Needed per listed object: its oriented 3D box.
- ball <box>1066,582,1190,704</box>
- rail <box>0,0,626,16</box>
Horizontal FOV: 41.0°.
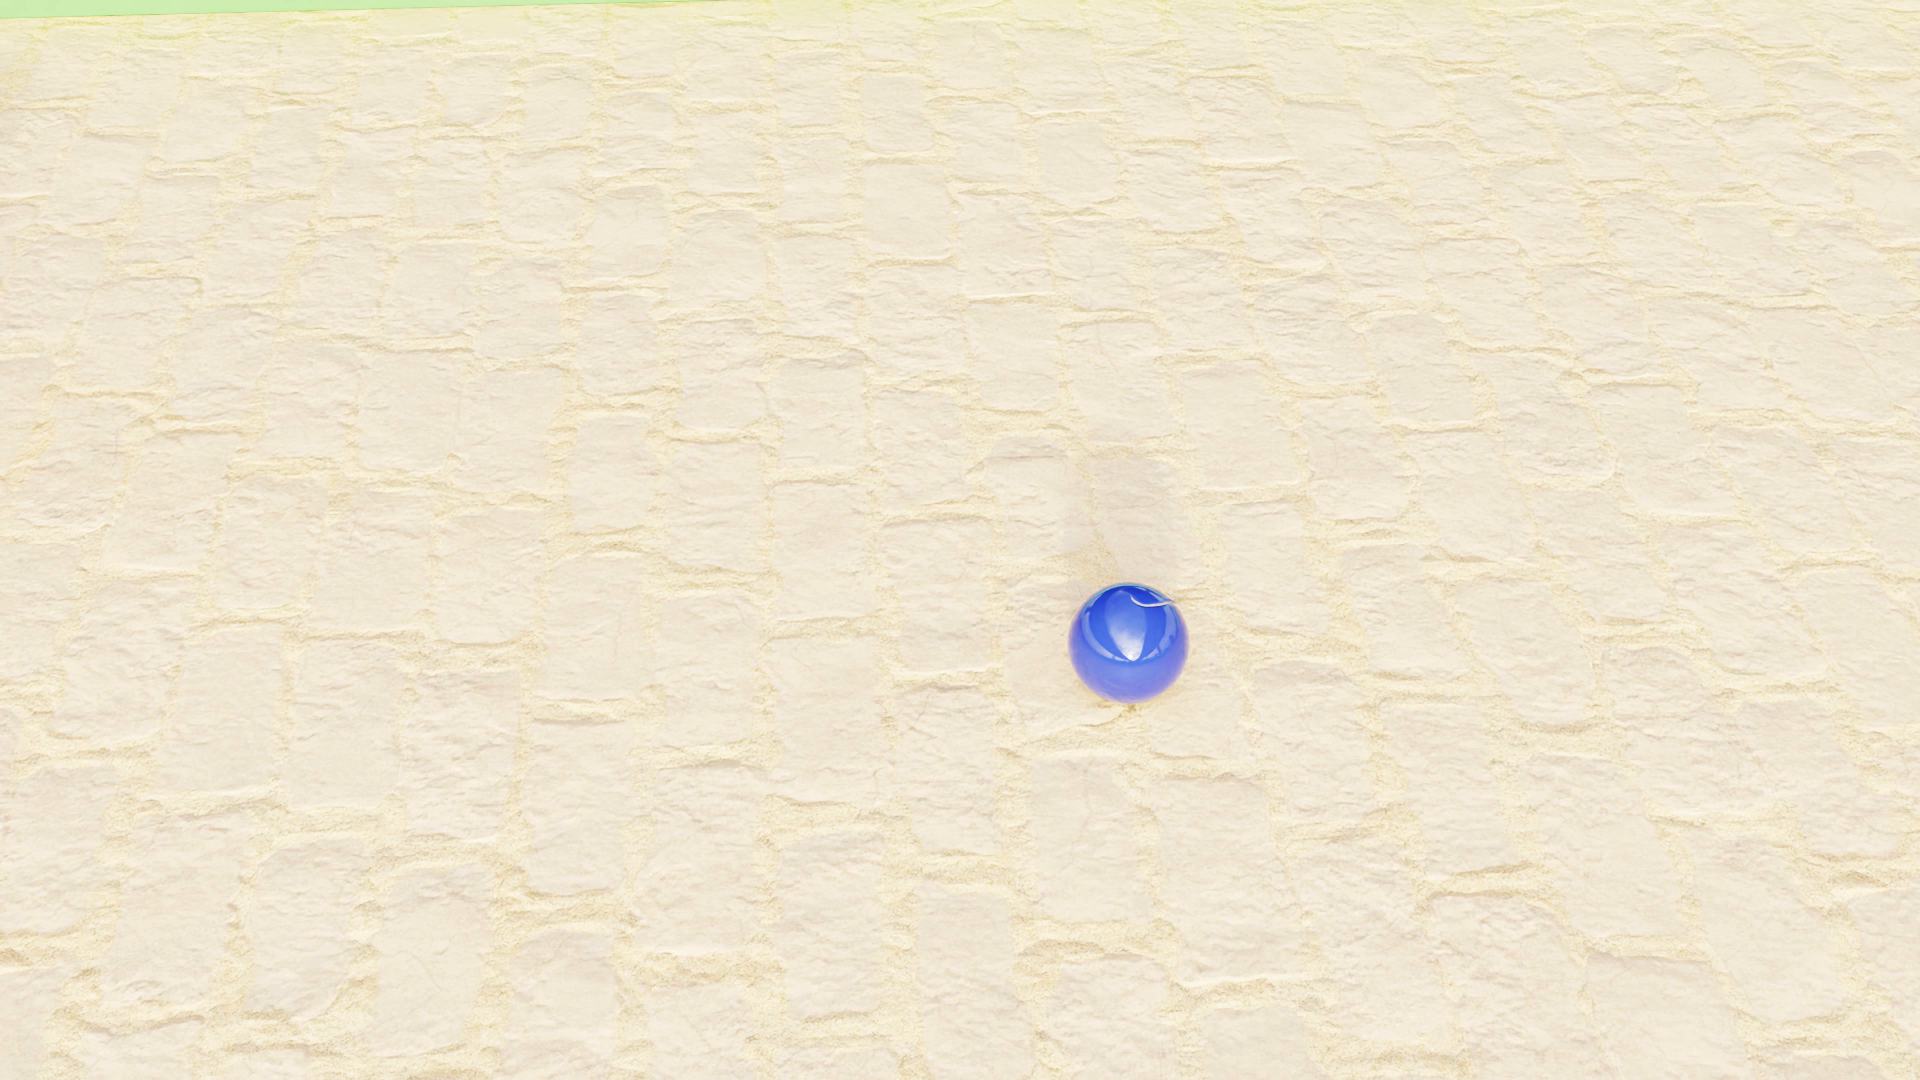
[{"bbox_3d":[0.100,0.061,1.518,0.073,0.073,0.073,0,36,0],"label":"ball"},{"bbox_3d":[0.835,-0.561,2.330,3.552,0.112,0.045,-2,36,-3],"label":"rail"}]
